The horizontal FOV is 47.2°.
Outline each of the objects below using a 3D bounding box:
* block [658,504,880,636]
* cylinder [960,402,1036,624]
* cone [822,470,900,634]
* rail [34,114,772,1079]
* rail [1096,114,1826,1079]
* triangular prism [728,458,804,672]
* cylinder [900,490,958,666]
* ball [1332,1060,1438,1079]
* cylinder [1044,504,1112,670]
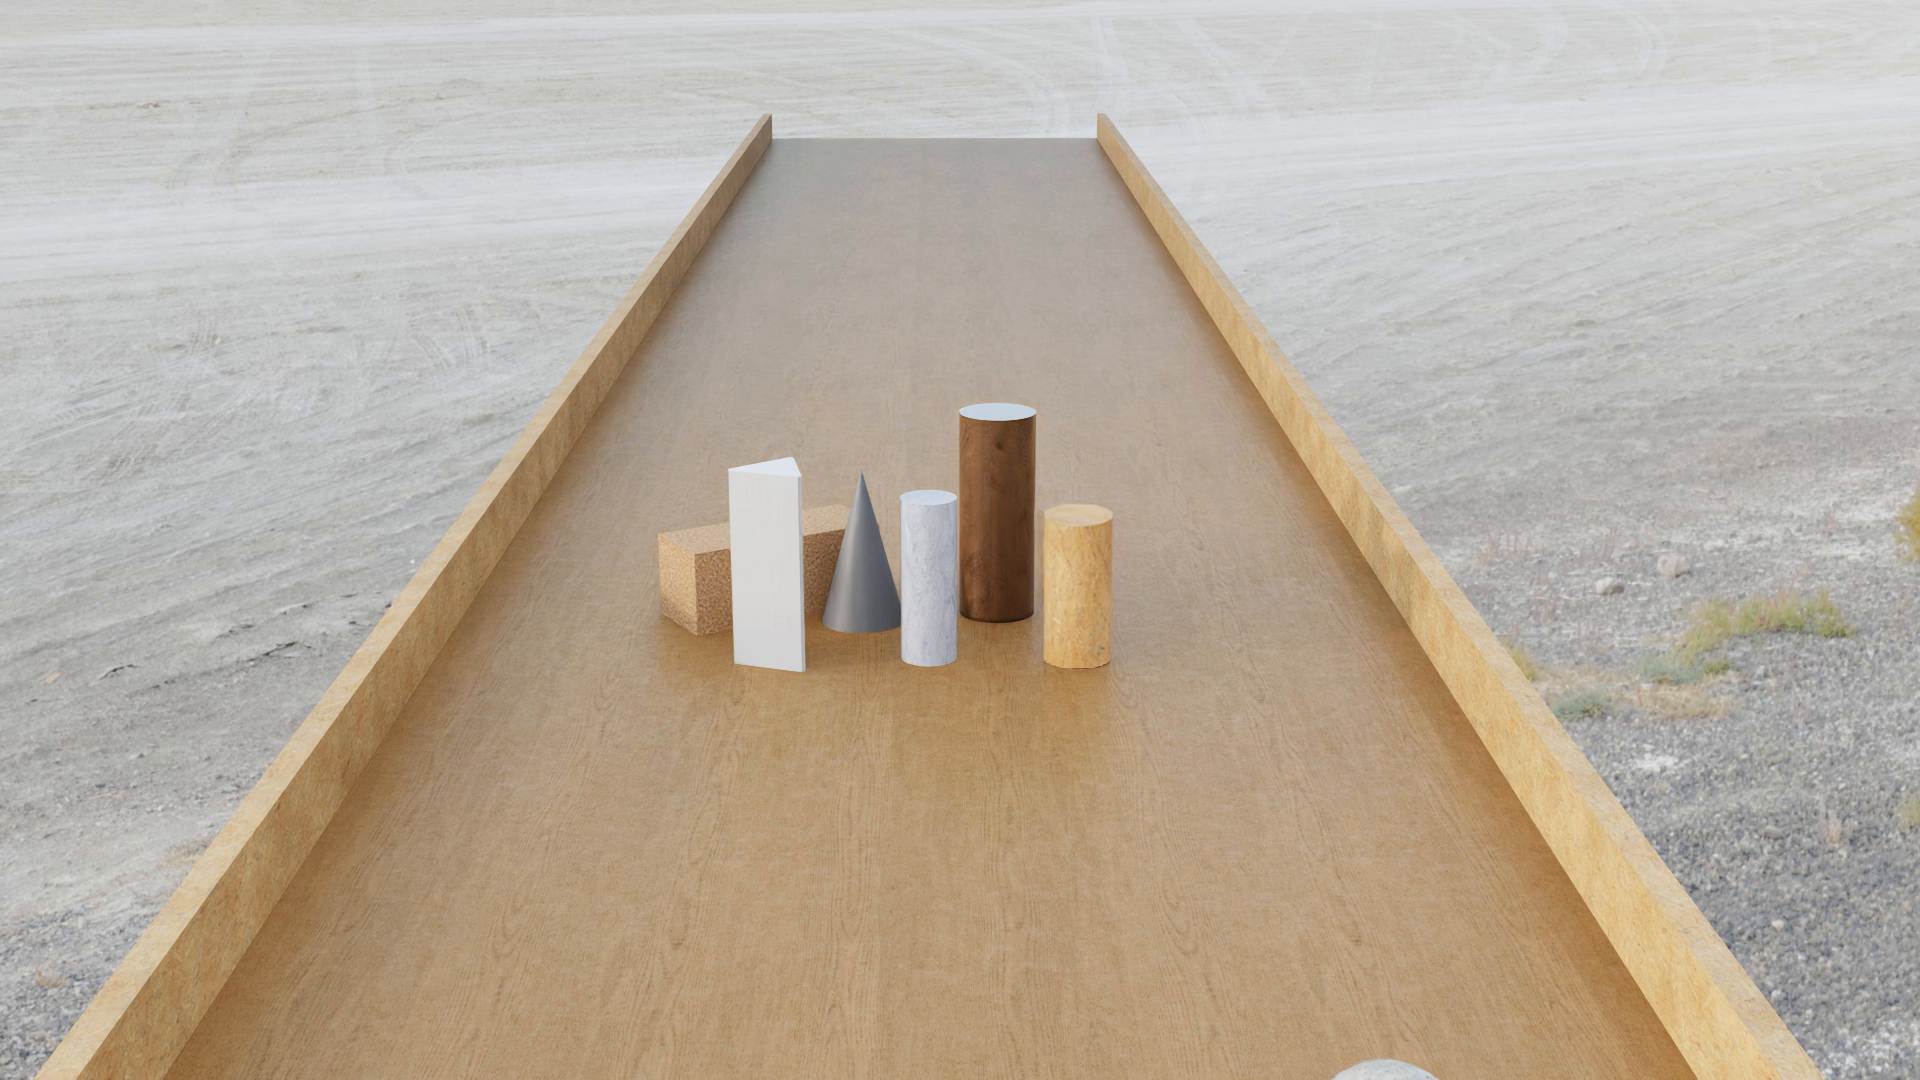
[{"bbox_3d":[-0.406,0.060,4.716,0.438,0.177,0.177,-10,19,-31],"label":"block"},{"bbox_3d":[0.079,-0.058,4.651,0.161,0.439,0.161,0,17,0],"label":"cylinder"},{"bbox_3d":[-0.204,0.011,4.609,0.176,0.331,0.176,0,17,0],"label":"cone"},{"bbox_3d":[-1.118,-0.838,7.780,0.050,0.150,12.000,0,17,-1],"label":"rail"},{"bbox_3d":[0.932,-0.844,7.801,0.050,0.150,12.000,0,17,-1],"label":"rail"},{"bbox_3d":[-0.358,0.044,4.377,0.153,0.400,0.132,6,18,19],"label":"triangular prism"},{"bbox_3d":[-0.062,0.076,4.387,0.113,0.334,0.113,0,17,0],"label":"cylinder"},{"bbox_3d":[0.494,0.699,2.540,0.192,0.192,0.192,0,17,0],"label":"ball"},{"bbox_3d":[0.234,0.092,4.373,0.136,0.302,0.136,-1,20,0],"label":"cylinder"}]
